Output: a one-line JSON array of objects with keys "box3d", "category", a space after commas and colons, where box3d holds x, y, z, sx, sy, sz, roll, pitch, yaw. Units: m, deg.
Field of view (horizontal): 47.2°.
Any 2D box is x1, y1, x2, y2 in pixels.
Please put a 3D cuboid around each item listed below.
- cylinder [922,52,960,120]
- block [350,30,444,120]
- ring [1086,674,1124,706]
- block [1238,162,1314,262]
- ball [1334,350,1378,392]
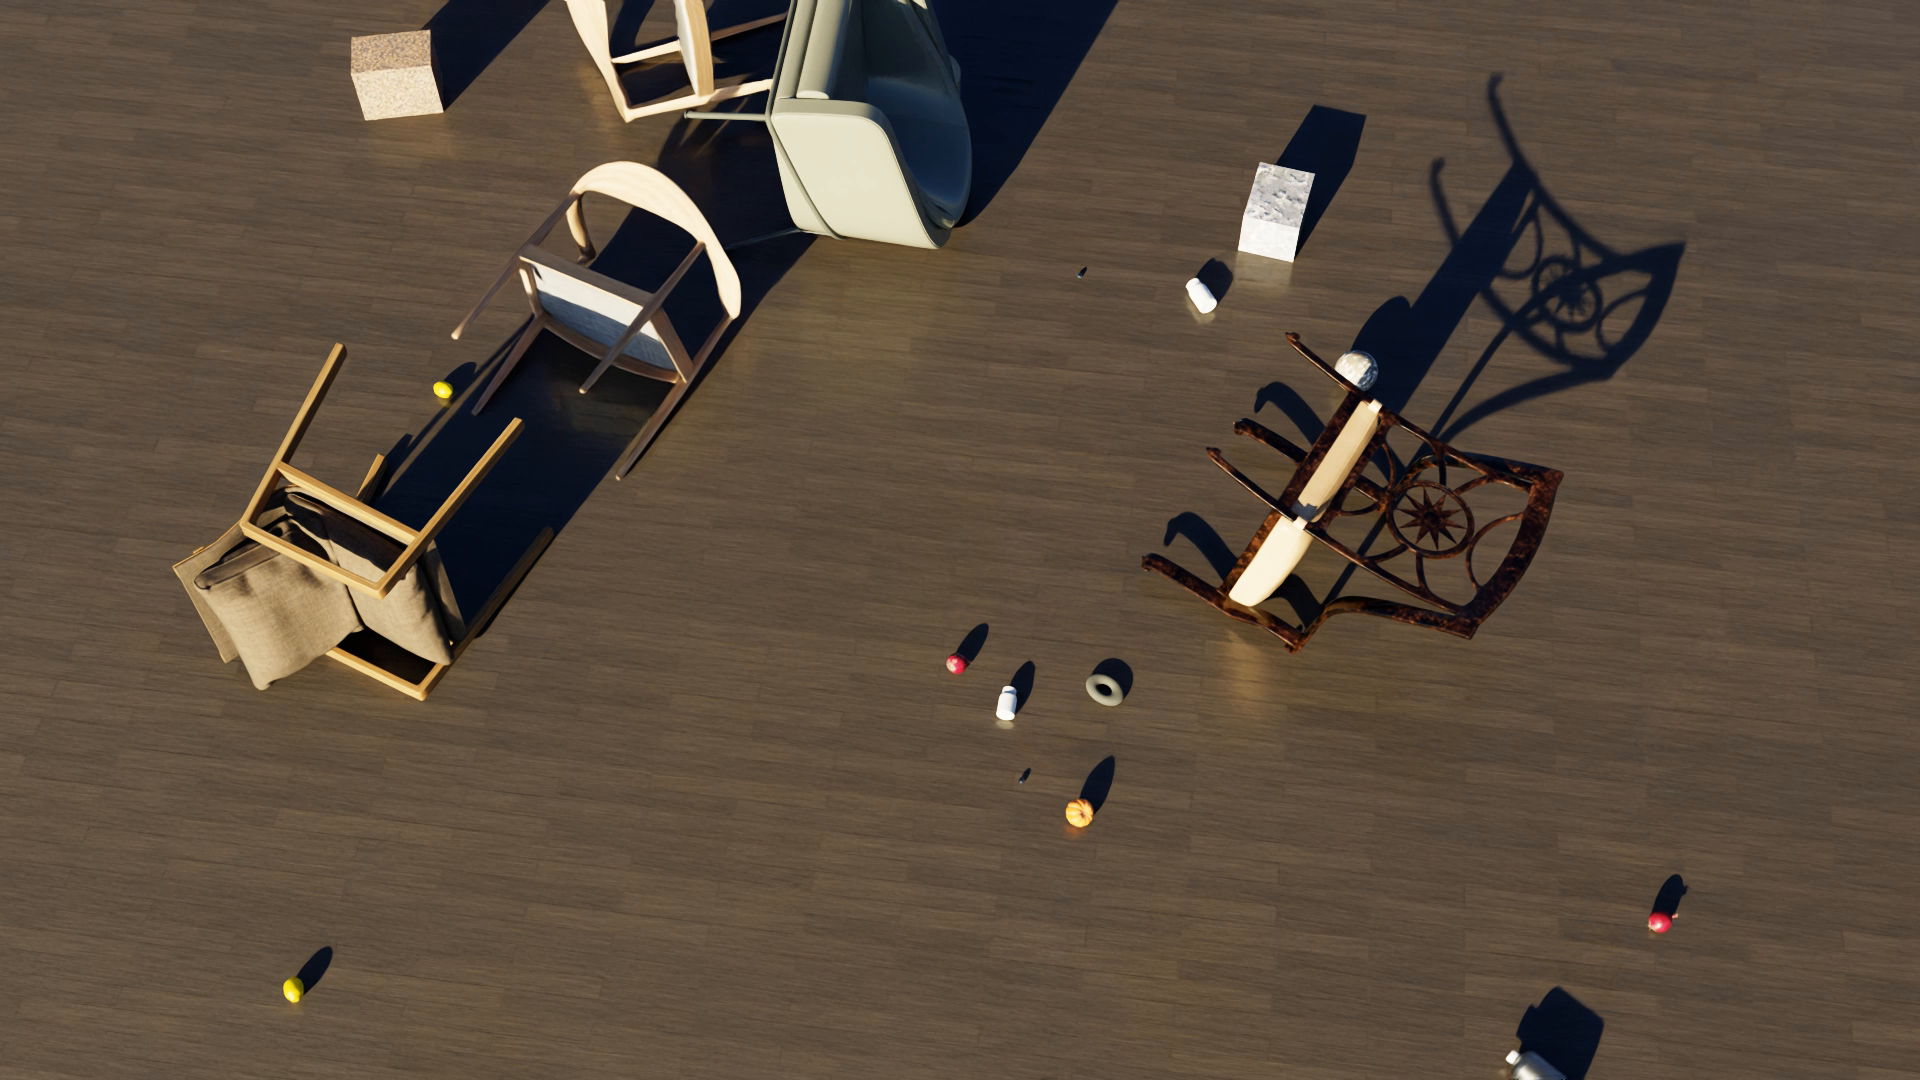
[{"box3d": [-0.062, -1.552, 7.526, 0.128, 0.148, 0.180, -8, 57, -6], "category": "cylinder"}, {"box3d": [-1.919, -1.587, 7.507, 0.265, 0.219, 0.173, -7, 56, -5], "category": "block"}, {"box3d": [0.414, 0.426, 6.271, 0.122, 0.029, 0.089, 36, 64, 21], "category": "ring"}, {"box3d": [1.036, -1.073, 7.195, 0.183, 0.163, 0.247, 14, 57, 9], "category": "block"}, {"box3d": [1.234, -0.525, 6.845, 0.134, 0.134, 0.134, 0, 56, 0], "category": "ball"}]
